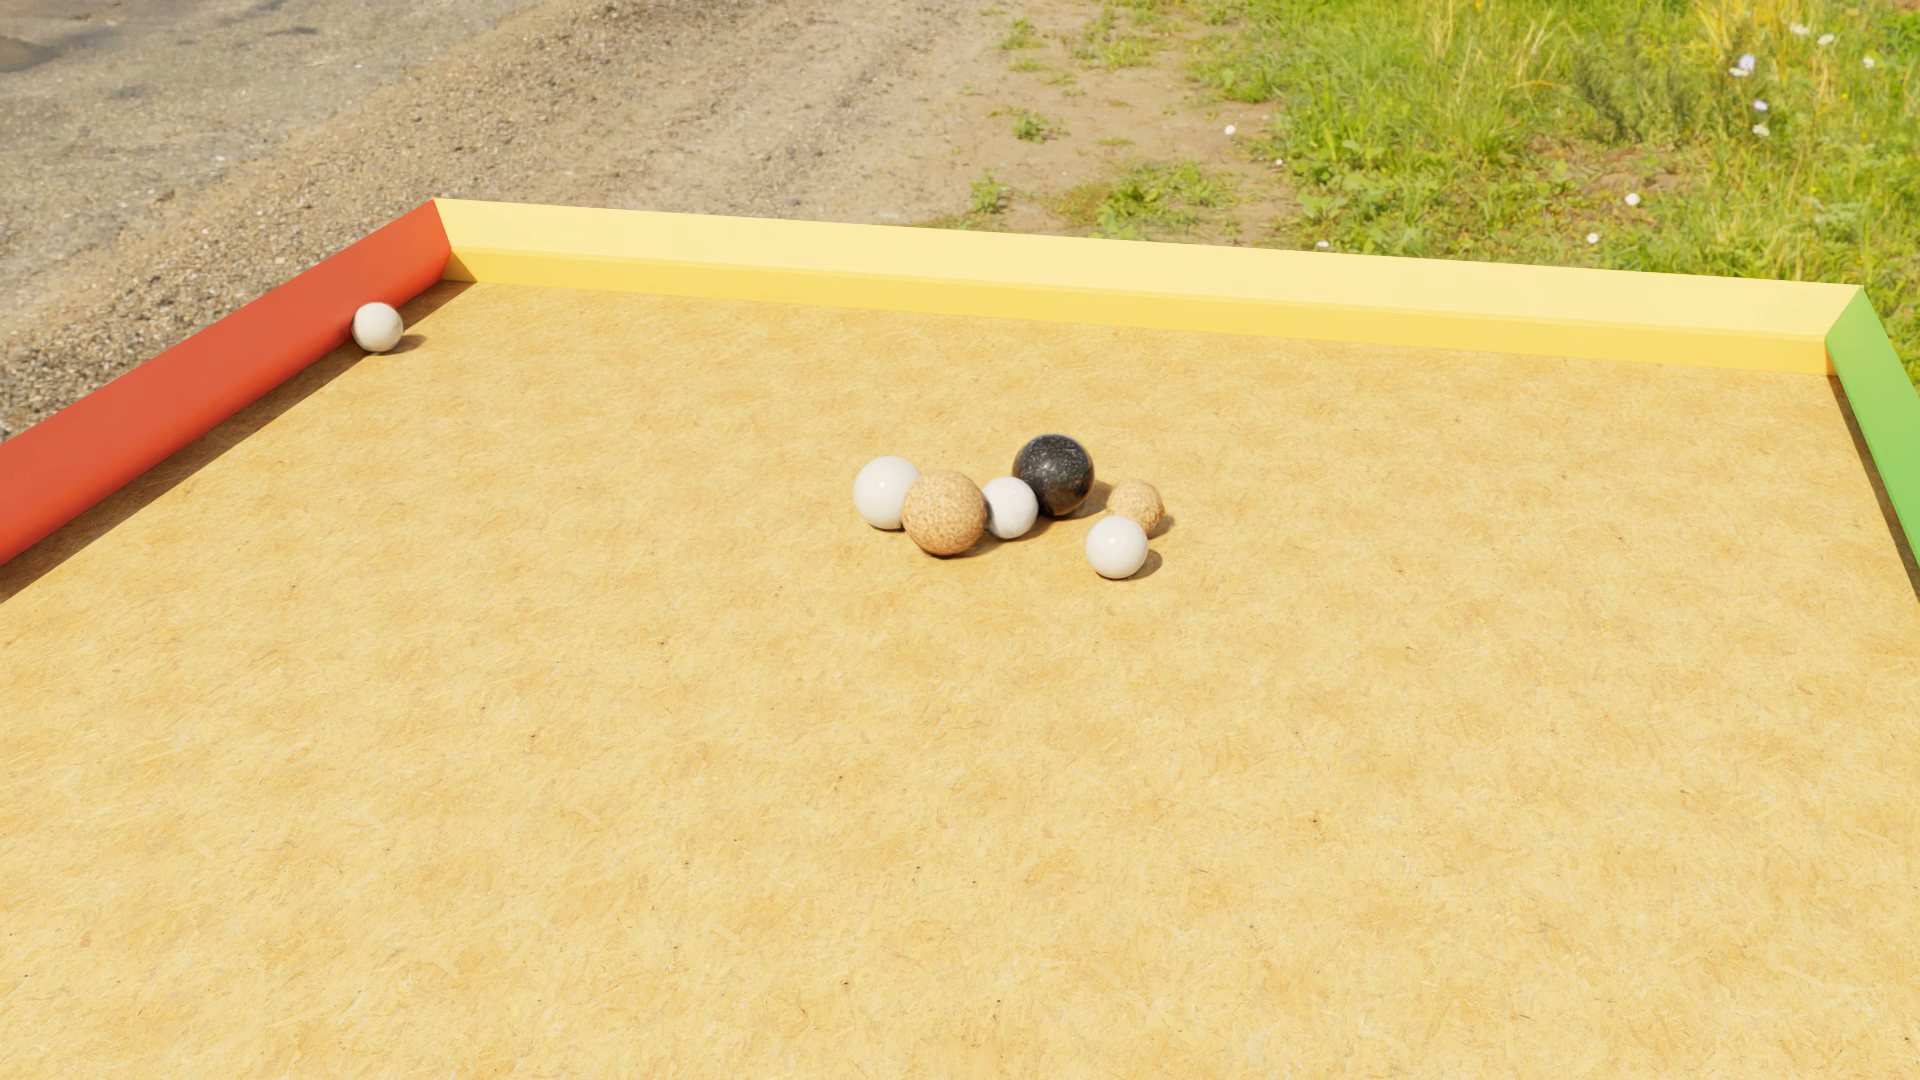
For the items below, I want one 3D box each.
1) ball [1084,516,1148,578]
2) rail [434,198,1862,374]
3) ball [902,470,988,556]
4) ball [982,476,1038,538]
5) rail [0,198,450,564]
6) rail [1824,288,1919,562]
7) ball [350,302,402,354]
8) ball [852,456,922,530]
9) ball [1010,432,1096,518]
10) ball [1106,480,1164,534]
[{"bbox_3d":[0.173,0.008,2.430,0.070,0.070,0.070,0,23,0],"label":"ball"},{"bbox_3d":[0.200,-0.373,3.232,2.115,0.129,0.045,5,24,12],"label":"rail"},{"bbox_3d":[-0.017,-0.031,2.486,0.096,0.096,0.096,0,23,0],"label":"ball"},{"bbox_3d":[0.054,-0.037,2.531,0.072,0.072,0.072,0,23,0],"label":"ball"},{"bbox_3d":[-1.214,0.245,1.804,0.045,0.129,3.709,5,24,12],"label":"rail"},{"bbox_3d":[0.802,0.428,1.383,0.045,0.129,3.709,5,24,12],"label":"rail"},{"bbox_3d":[-0.834,-0.304,3.146,0.072,0.072,0.072,0,23,0],"label":"ball"},{"bbox_3d":[-0.082,-0.055,2.555,0.086,0.086,0.086,0,23,0],"label":"ball"},{"bbox_3d":[0.109,-0.077,2.587,0.100,0.100,0.100,0,23,0],"label":"ball"},{"bbox_3d":[0.202,-0.036,2.537,0.066,0.066,0.066,0,23,0],"label":"ball"}]
